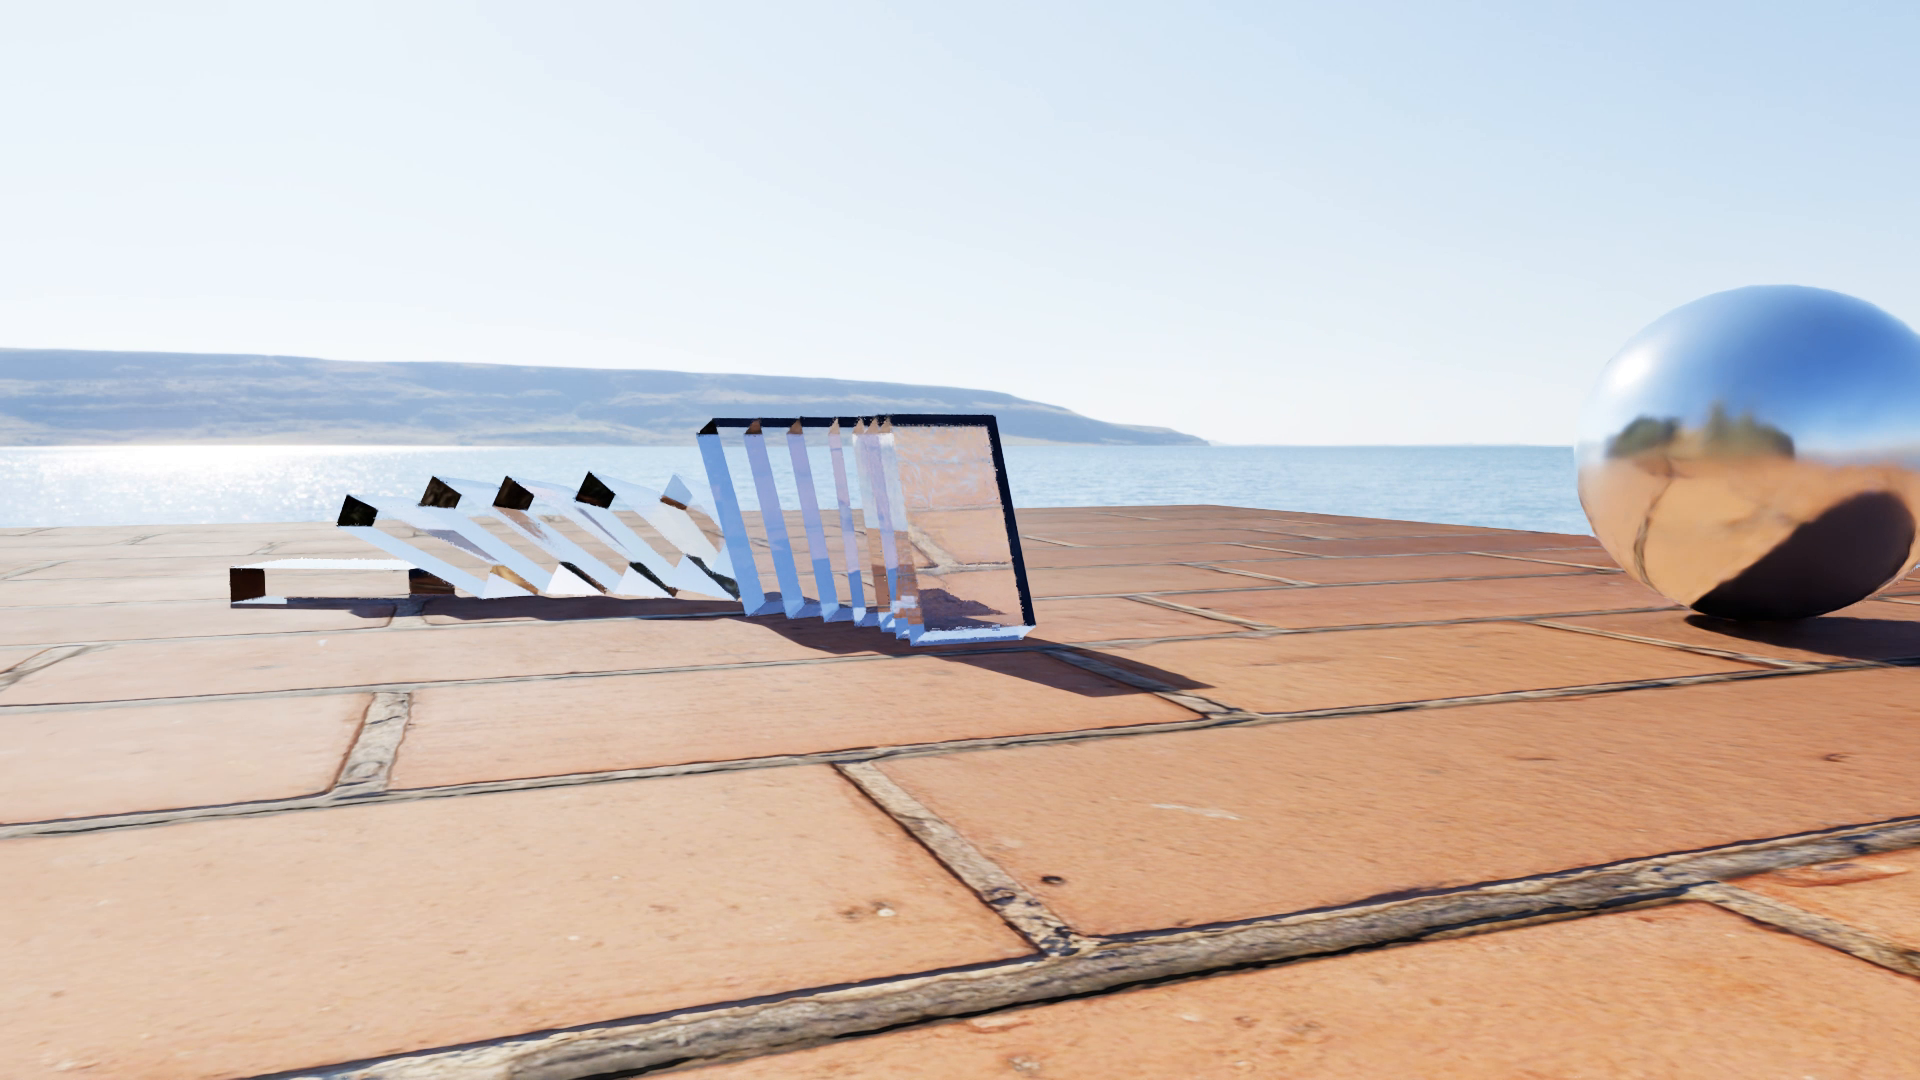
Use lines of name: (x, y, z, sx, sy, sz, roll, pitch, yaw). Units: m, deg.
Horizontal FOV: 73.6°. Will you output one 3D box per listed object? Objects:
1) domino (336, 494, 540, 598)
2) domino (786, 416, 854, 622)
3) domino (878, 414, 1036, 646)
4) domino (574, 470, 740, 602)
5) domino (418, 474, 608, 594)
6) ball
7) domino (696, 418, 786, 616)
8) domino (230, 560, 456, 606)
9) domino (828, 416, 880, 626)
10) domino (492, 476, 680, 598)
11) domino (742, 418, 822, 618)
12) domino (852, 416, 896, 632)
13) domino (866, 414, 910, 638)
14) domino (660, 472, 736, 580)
domino: (-0.143, 0.001, 0.356, 0.050, 0.009, 0.025, 23, 6, 14)
domino: (-0.025, -0.006, 0.316, 0.025, 0.050, 0.010, -3, -21, -31)
domino: (-0.001, -0.003, 0.279, 0.025, 0.050, 0.010, -2, -22, -22)
domino: (-0.082, -0.001, 0.351, 0.050, 0.010, 0.025, 35, 10, 37)
domino: (-0.122, -0.001, 0.356, 0.050, 0.010, 0.025, 30, 8, 20)
ball: (0.191, -0.020, 0.306, 0.080, 0.080, 0.080, 0, 4, 0)
domino: (-0.048, -0.007, 0.328, 0.025, 0.050, 0.010, -4, -20, -43)
domino: (-0.169, 0.011, 0.353, 0.050, 0.010, 0.025, 0, 4, 5)
domino: (-0.015, -0.005, 0.308, 0.025, 0.050, 0.010, -2, -22, -22)
domino: (-0.102, -0.001, 0.353, 0.050, 0.009, 0.025, 31, 8, 24)
domino: (-0.036, -0.006, 0.323, 0.025, 0.050, 0.010, -3, -21, -37)
domino: (-0.009, -0.004, 0.299, 0.025, 0.050, 0.010, -2, -22, -22)
domino: (-0.005, -0.004, 0.289, 0.025, 0.050, 0.010, -2, -22, -22)
domino: (-0.062, -0.002, 0.350, 0.025, 0.010, 0.050, 23, 10, -35)
